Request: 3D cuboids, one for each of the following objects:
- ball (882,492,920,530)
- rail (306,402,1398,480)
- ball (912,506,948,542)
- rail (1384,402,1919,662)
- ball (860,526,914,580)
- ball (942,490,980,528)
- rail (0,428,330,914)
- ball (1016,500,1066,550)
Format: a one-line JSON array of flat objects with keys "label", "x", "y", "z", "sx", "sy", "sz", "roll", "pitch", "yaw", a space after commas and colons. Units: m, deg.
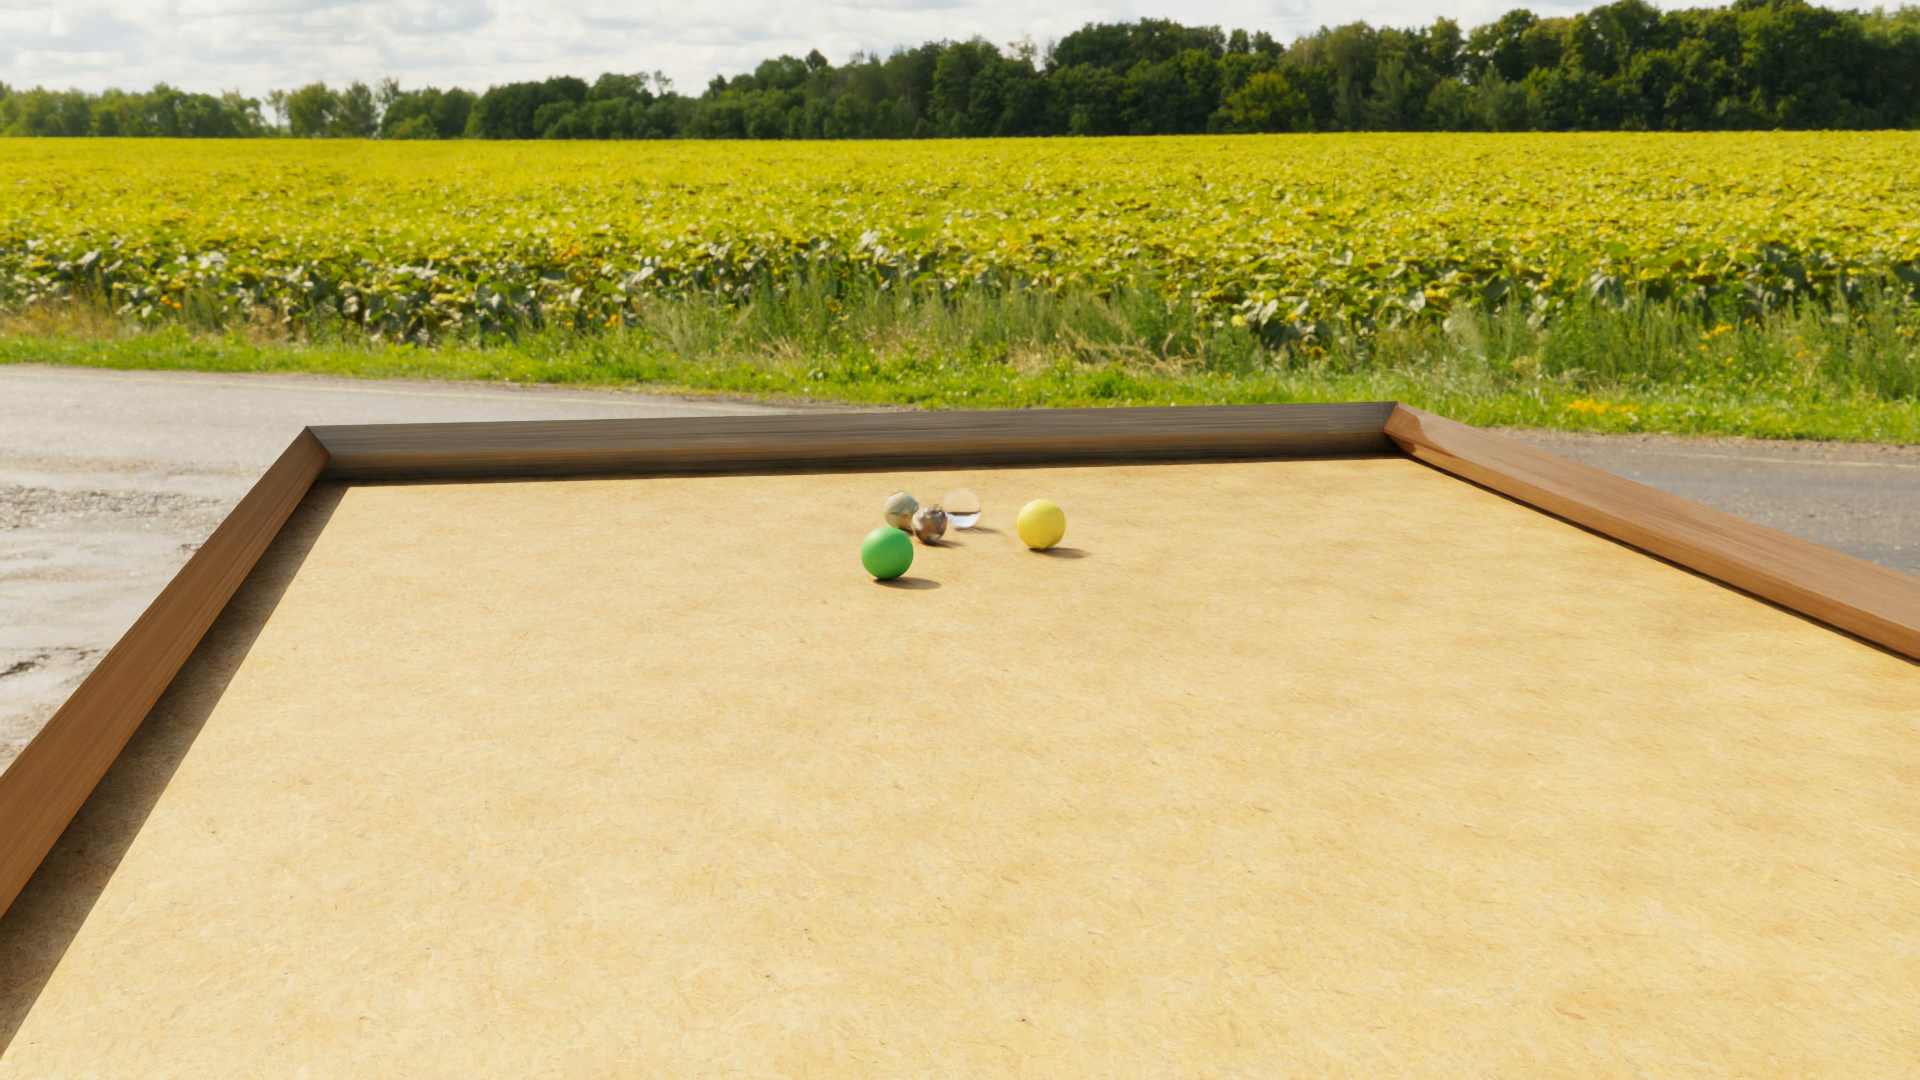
[{"label": "ball", "x": -0.092, "y": -0.044, "z": 3.441, "sx": 0.059, "sy": 0.059, "sz": 0.059, "roll": 0, "pitch": 11, "yaw": 0}, {"label": "rail", "x": -0.154, "y": -0.183, "z": 4.060, "sx": 2.038, "sy": 0.097, "sz": 0.045, "roll": -2, "pitch": 11, "yaw": -10}, {"label": "ball", "x": -0.047, "y": -0.024, "z": 3.346, "sx": 0.056, "sy": 0.056, "sz": 0.056, "roll": 0, "pitch": 11, "yaw": 0}, {"label": "rail", "x": 1.139, "y": 0.123, "z": 2.456, "sx": 0.045, "sy": 0.097, "sz": 3.704, "roll": -2, "pitch": 11, "yaw": -10}, {"label": "ball", "x": -0.102, "y": 0.018, "z": 3.071, "sx": 0.075, "sy": 0.075, "sz": 0.075, "roll": 0, "pitch": 11, "yaw": 0}, {"label": "ball", "x": 0.003, "y": -0.048, "z": 3.459, "sx": 0.060, "sy": 0.060, "sz": 0.060, "roll": 0, "pitch": 11, "yaw": 0}, {"label": "rail", "x": -0.823, "y": 0.187, "z": 2.123, "sx": 0.045, "sy": 0.097, "sz": 3.704, "roll": -2, "pitch": 11, "yaw": -10}, {"label": "ball", "x": 0.122, "y": -0.023, "z": 3.287, "sx": 0.075, "sy": 0.075, "sz": 0.075, "roll": 0, "pitch": 11, "yaw": 0}]
